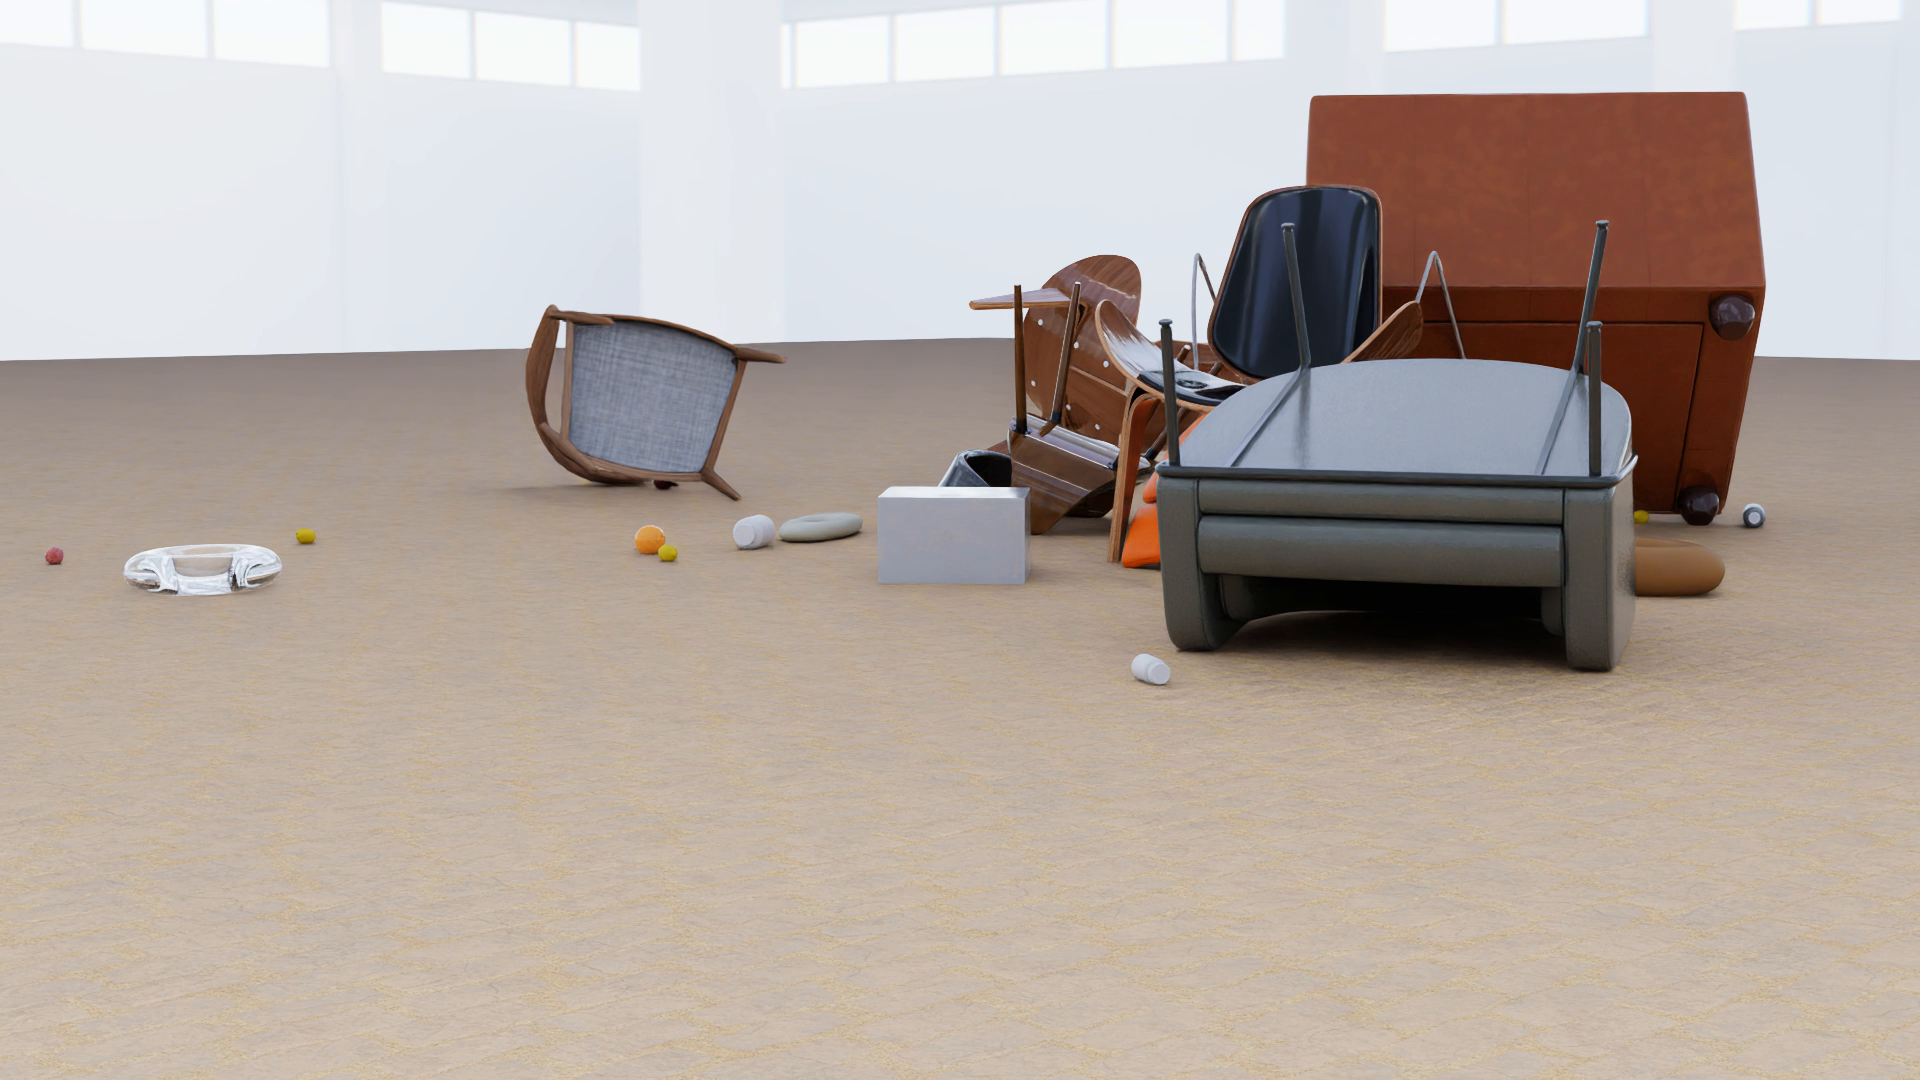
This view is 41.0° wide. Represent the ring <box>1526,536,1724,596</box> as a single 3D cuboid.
[{"bbox_3d":[1.395,0.054,5.390,0.413,0.104,0.266,4,8,28],"label":"ring"}]

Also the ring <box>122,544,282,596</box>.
[{"bbox_3d":[-1.596,0.062,5.410,0.324,0.084,0.328,-4,7,-30],"label":"ring"}]

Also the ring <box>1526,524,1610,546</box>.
[{"bbox_3d":[1.470,-0.005,6.195,0.217,0.056,0.125,3,8,38],"label":"ring"}]

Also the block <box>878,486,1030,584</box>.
[{"bbox_3d":[-0.009,-0.013,5.632,0.315,0.185,0.275,0,6,4],"label":"block"}]

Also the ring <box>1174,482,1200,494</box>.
[{"bbox_3d":[0.688,-0.156,7.772,0.067,0.032,0.111,-2,7,-31],"label":"ring"}]

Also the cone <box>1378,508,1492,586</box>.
[{"bbox_3d":[0.973,0.055,5.488,0.205,0.175,0.275,-28,11,-21],"label":"cone"}]

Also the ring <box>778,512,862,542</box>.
[{"bbox_3d":[-0.352,-0.033,6.500,0.168,0.048,0.387,1,6,19],"label":"ring"}]
